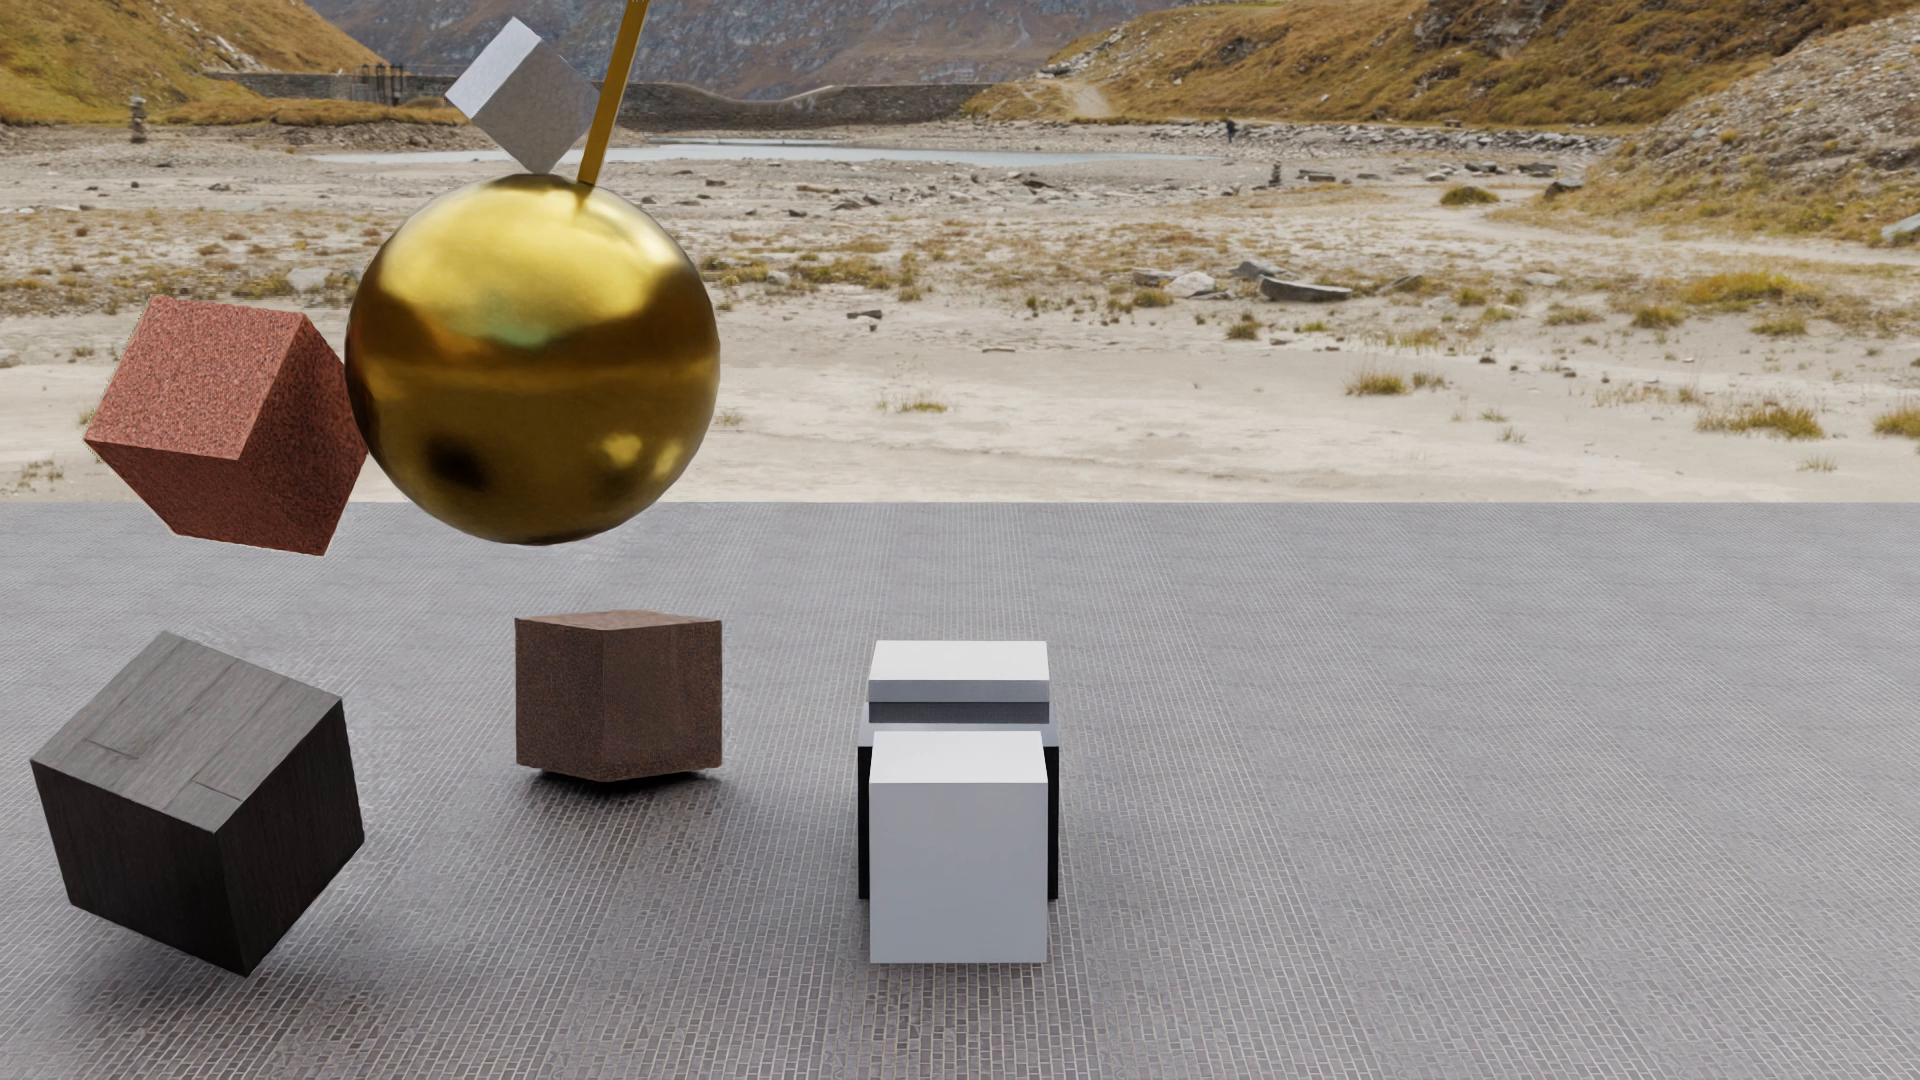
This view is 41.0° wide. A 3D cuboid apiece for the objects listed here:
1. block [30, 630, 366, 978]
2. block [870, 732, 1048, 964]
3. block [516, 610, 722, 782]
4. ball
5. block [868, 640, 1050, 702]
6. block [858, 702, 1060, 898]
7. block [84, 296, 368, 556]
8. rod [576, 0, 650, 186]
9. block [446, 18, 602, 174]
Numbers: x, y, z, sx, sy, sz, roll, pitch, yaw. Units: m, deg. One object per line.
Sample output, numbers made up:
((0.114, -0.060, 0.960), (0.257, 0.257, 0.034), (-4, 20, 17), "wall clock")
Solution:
((-3.010, 1.044, 10.220), (0.857, 0.836, 0.810), (18, 43, 17), "block")
((-0.008, 1.253, 10.590), (0.707, 0.746, 0.806), (0, 10, 0), "block")
((-1.725, 0.770, 12.955), (0.725, 0.742, 0.757), (-4, 6, -43), "block")
((-1.830, -0.772, 11.040), (1.600, 1.600, 1.600), (0, 10, 0), "ball")
((0.001, 0.949, 12.167), (0.825, 0.781, 0.817), (0, 10, 1), "block")
((-0.007, 1.143, 11.382), (0.860, 0.678, 0.784), (0, 10, 0), "block")
((-3.200, -0.501, 11.384), (0.780, 0.747, 0.834), (8, -27, 19), "block")
((-0.793, -3.958, 10.461), (0.080, 5.200, 0.080), (17, 10, -3), "rod")
((-1.888, -1.928, 11.203), (0.427, 0.459, 0.405), (41, 1, -36), "block")
